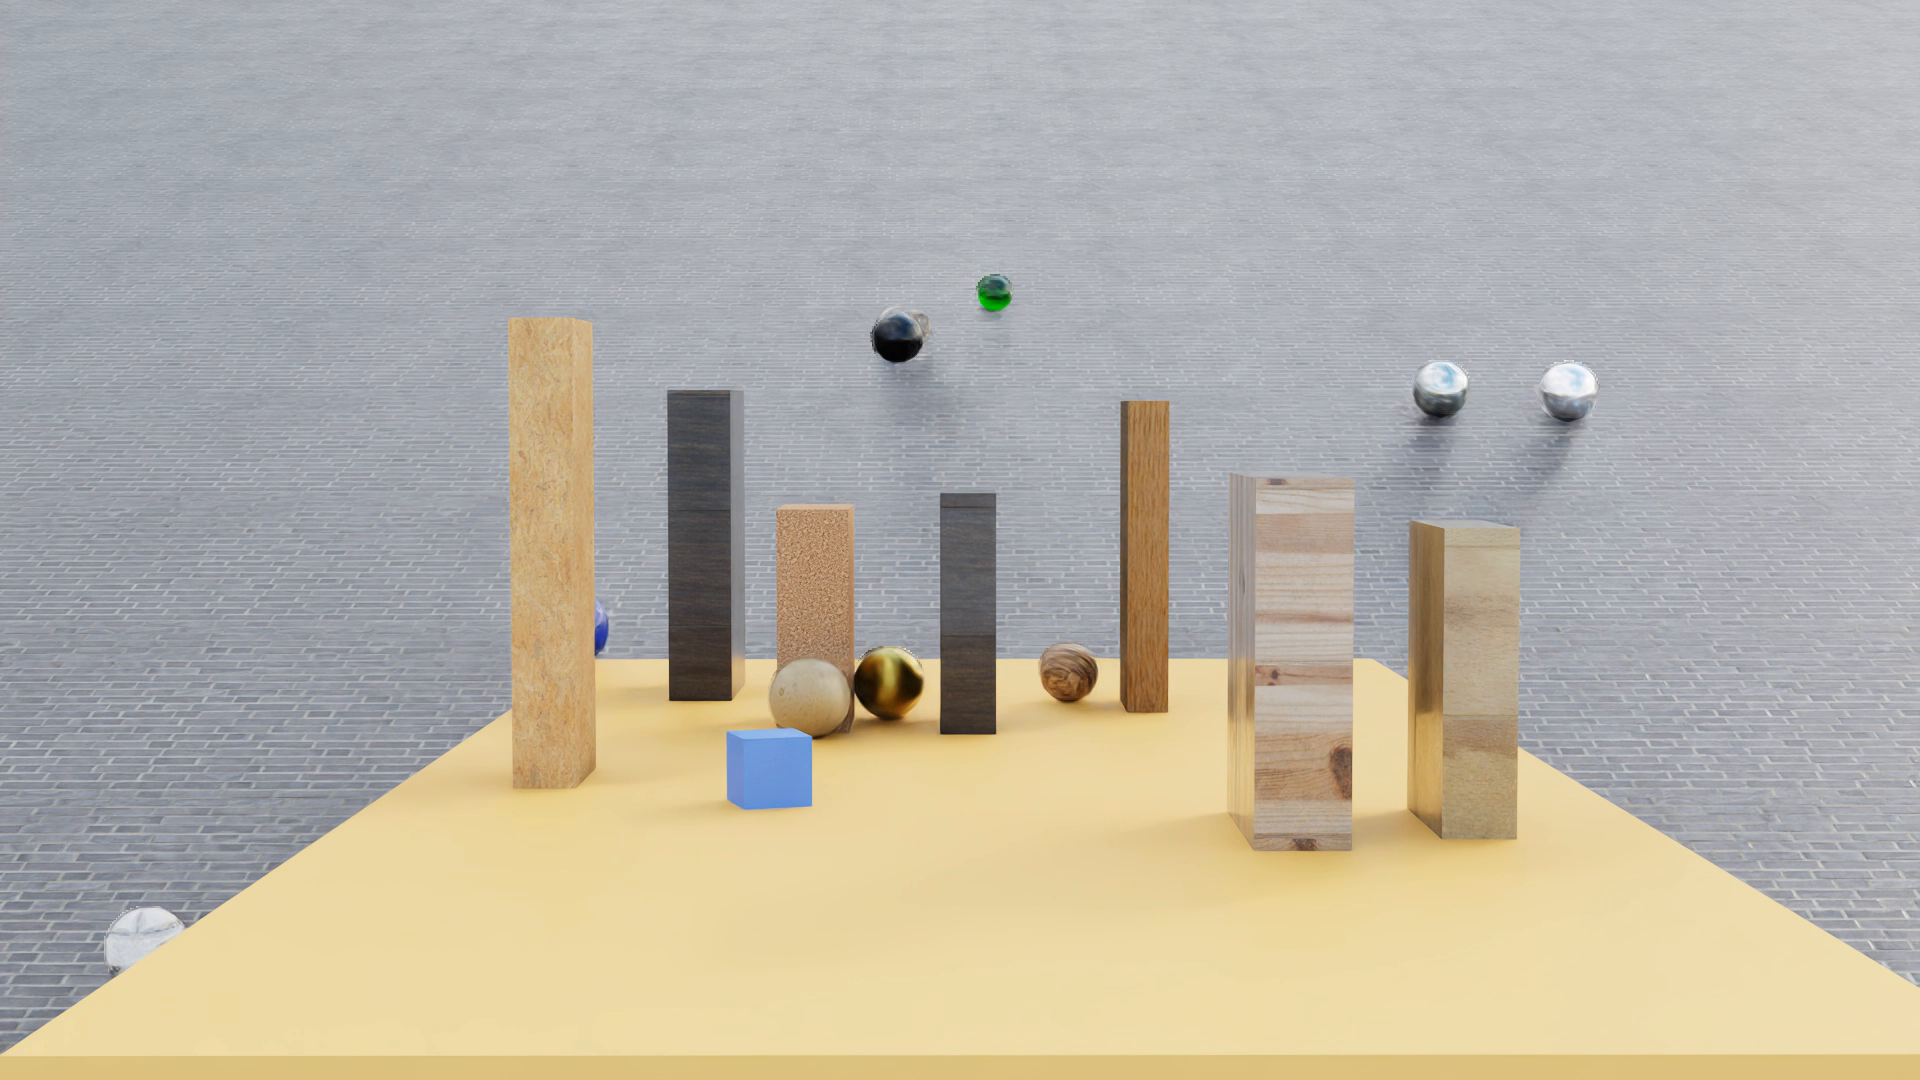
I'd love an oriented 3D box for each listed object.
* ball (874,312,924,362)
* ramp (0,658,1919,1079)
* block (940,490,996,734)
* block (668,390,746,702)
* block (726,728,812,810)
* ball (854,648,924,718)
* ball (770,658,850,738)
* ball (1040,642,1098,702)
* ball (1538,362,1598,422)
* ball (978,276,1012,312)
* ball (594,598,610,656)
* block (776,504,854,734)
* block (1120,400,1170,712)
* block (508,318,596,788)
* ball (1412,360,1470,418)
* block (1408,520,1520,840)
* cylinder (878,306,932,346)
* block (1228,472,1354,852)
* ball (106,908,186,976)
[{"bbox_3d":[-0.219,-0.718,9.114,0.178,0.178,0.178,0,22,0],"label":"ball"},{"bbox_3d":[0.050,0.455,4.532,2.000,0.100,4.000,0,3,0],"label":"ramp"},{"bbox_3d":[0.016,0.138,5.133,0.109,0.471,0.255,0,3,0],"label":"block"},{"bbox_3d":[-0.565,0.004,5.760,0.136,0.676,0.365,0,3,0],"label":"block"},{"bbox_3d":[-0.308,0.368,4.148,0.112,0.112,0.112,-1,3,-19],"label":"block"},{"bbox_3d":[-0.145,0.293,5.276,0.146,0.146,0.146,0,22,0],"label":"ball"},{"bbox_3d":[-0.290,0.304,4.960,0.157,0.157,0.157,0,22,0],"label":"ball"},{"bbox_3d":[0.236,0.287,5.574,0.128,0.128,0.128,0,22,0],"label":"ball"},{"bbox_3d":[2.014,-0.490,8.516,0.195,0.195,0.195,0,22,0],"label":"ball"},{"bbox_3d":[0.133,-0.930,9.711,0.130,0.130,0.130,0,22,0],"label":"ball"},{"bbox_3d":[-1.015,0.228,6.702,0.199,0.199,0.199,0,22,0],"label":"ball"},{"bbox_3d":[-0.289,0.152,5.172,0.141,0.439,0.281,0,3,0],"label":"block"},{"bbox_3d":[0.392,0.030,5.483,0.086,0.651,0.248,0,3,0],"label":"block"},{"bbox_3d":[-0.697,0.017,4.411,0.105,0.787,0.246,0,3,0],"label":"block"},{"bbox_3d":[1.600,-0.502,8.555,0.187,0.187,0.187,0,22,0],"label":"ball"},{"bbox_3d":[0.767,0.205,3.931,0.111,0.460,0.293,0,3,0],"label":"block"},{"bbox_3d":[-0.201,-0.767,9.290,0.137,0.137,0.137,20,29,41],"label":"cylinder"},{"bbox_3d":[0.493,0.170,3.866,0.141,0.536,0.366,0,3,0],"label":"block"},{"bbox_3d":[-1.653,0.830,5.233,0.164,0.164,0.164,0,22,0],"label":"ball"}]
